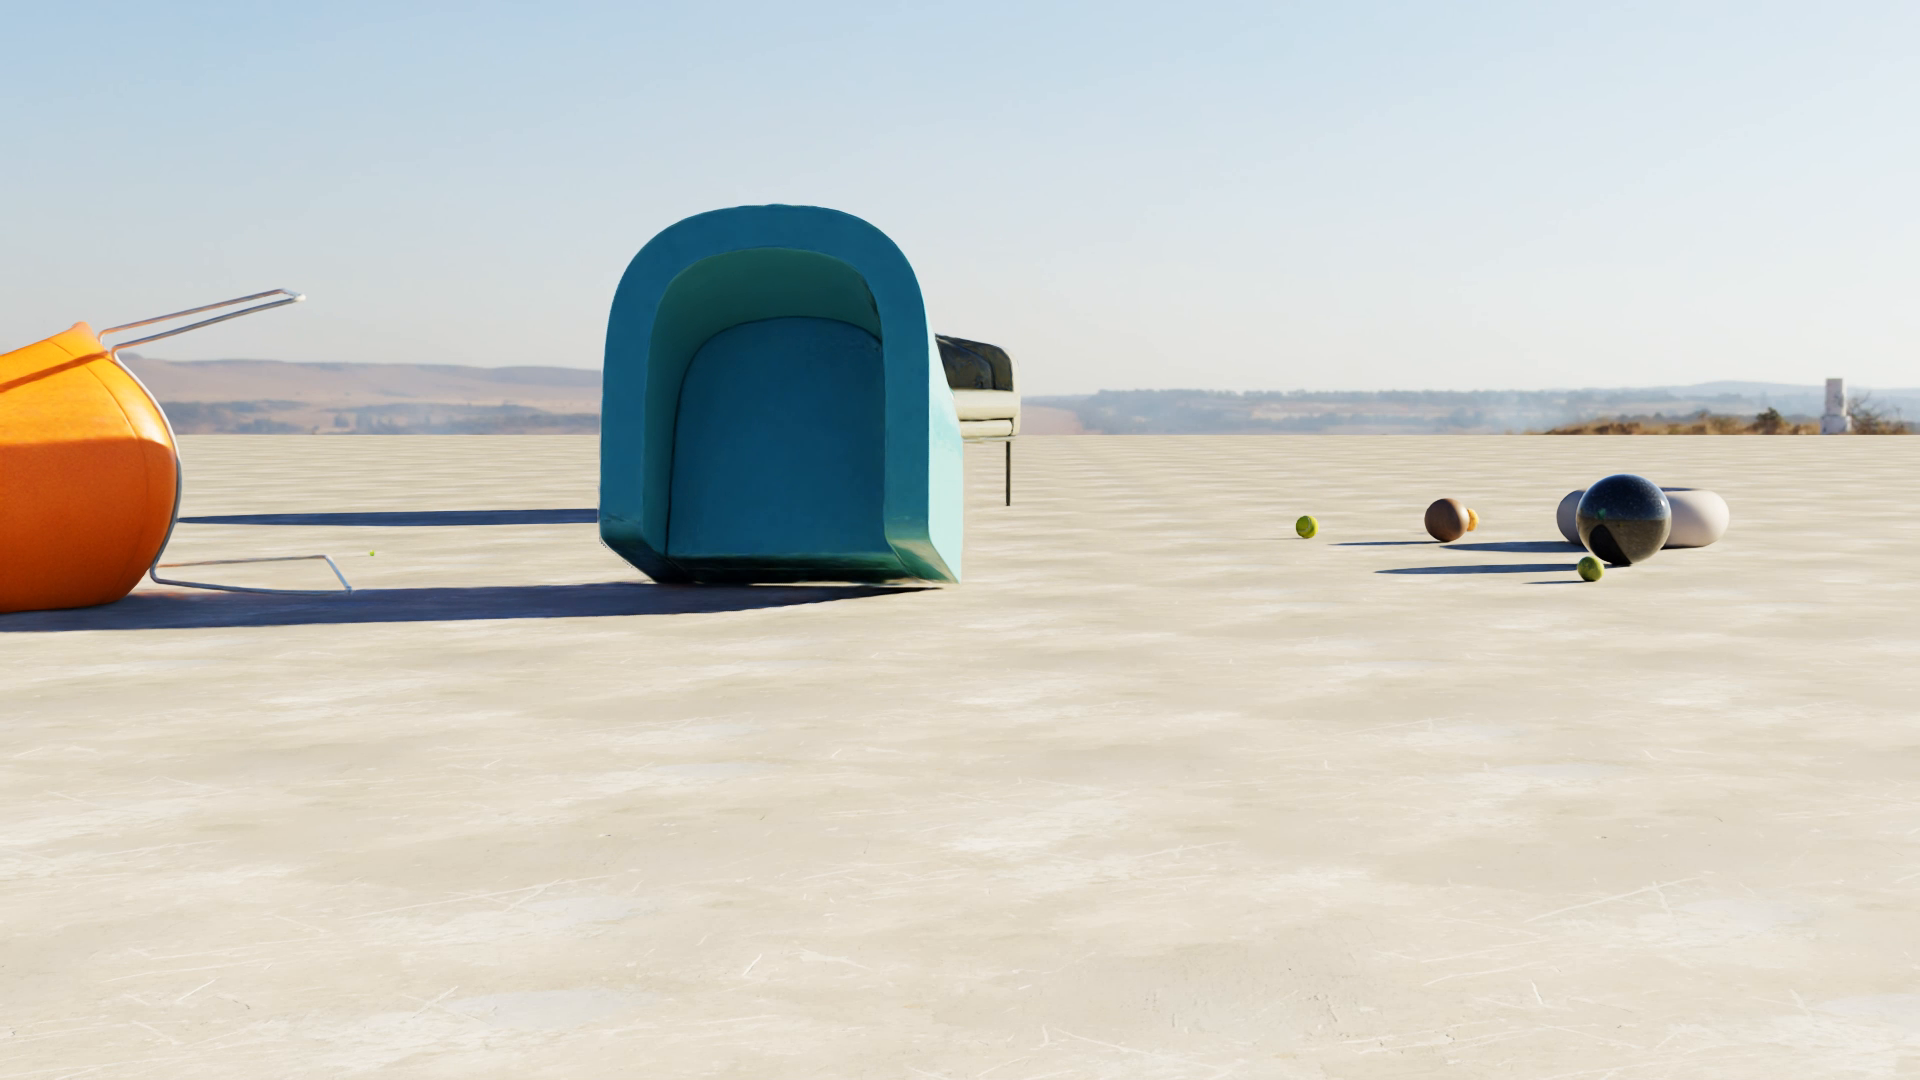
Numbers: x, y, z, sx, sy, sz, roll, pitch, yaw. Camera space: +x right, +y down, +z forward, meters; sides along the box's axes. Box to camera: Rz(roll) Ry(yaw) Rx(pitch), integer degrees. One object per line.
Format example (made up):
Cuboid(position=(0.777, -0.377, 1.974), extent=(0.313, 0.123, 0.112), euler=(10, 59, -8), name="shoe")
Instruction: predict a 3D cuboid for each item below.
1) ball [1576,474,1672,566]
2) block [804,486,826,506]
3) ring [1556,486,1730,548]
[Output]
Cuboid(position=(1.693, -0.053, 5.611), extent=(0.235, 0.235, 0.235), euler=(0, 4, 0), name="ball")
Cuboid(position=(-0.557, -0.167, 8.452), extent=(0.077, 0.072, 0.064), euler=(0, 4, -5), name="block")
Cuboid(position=(1.969, -0.066, 6.351), extent=(0.478, 0.163, 0.404), euler=(1, 5, 18), name="ring")
